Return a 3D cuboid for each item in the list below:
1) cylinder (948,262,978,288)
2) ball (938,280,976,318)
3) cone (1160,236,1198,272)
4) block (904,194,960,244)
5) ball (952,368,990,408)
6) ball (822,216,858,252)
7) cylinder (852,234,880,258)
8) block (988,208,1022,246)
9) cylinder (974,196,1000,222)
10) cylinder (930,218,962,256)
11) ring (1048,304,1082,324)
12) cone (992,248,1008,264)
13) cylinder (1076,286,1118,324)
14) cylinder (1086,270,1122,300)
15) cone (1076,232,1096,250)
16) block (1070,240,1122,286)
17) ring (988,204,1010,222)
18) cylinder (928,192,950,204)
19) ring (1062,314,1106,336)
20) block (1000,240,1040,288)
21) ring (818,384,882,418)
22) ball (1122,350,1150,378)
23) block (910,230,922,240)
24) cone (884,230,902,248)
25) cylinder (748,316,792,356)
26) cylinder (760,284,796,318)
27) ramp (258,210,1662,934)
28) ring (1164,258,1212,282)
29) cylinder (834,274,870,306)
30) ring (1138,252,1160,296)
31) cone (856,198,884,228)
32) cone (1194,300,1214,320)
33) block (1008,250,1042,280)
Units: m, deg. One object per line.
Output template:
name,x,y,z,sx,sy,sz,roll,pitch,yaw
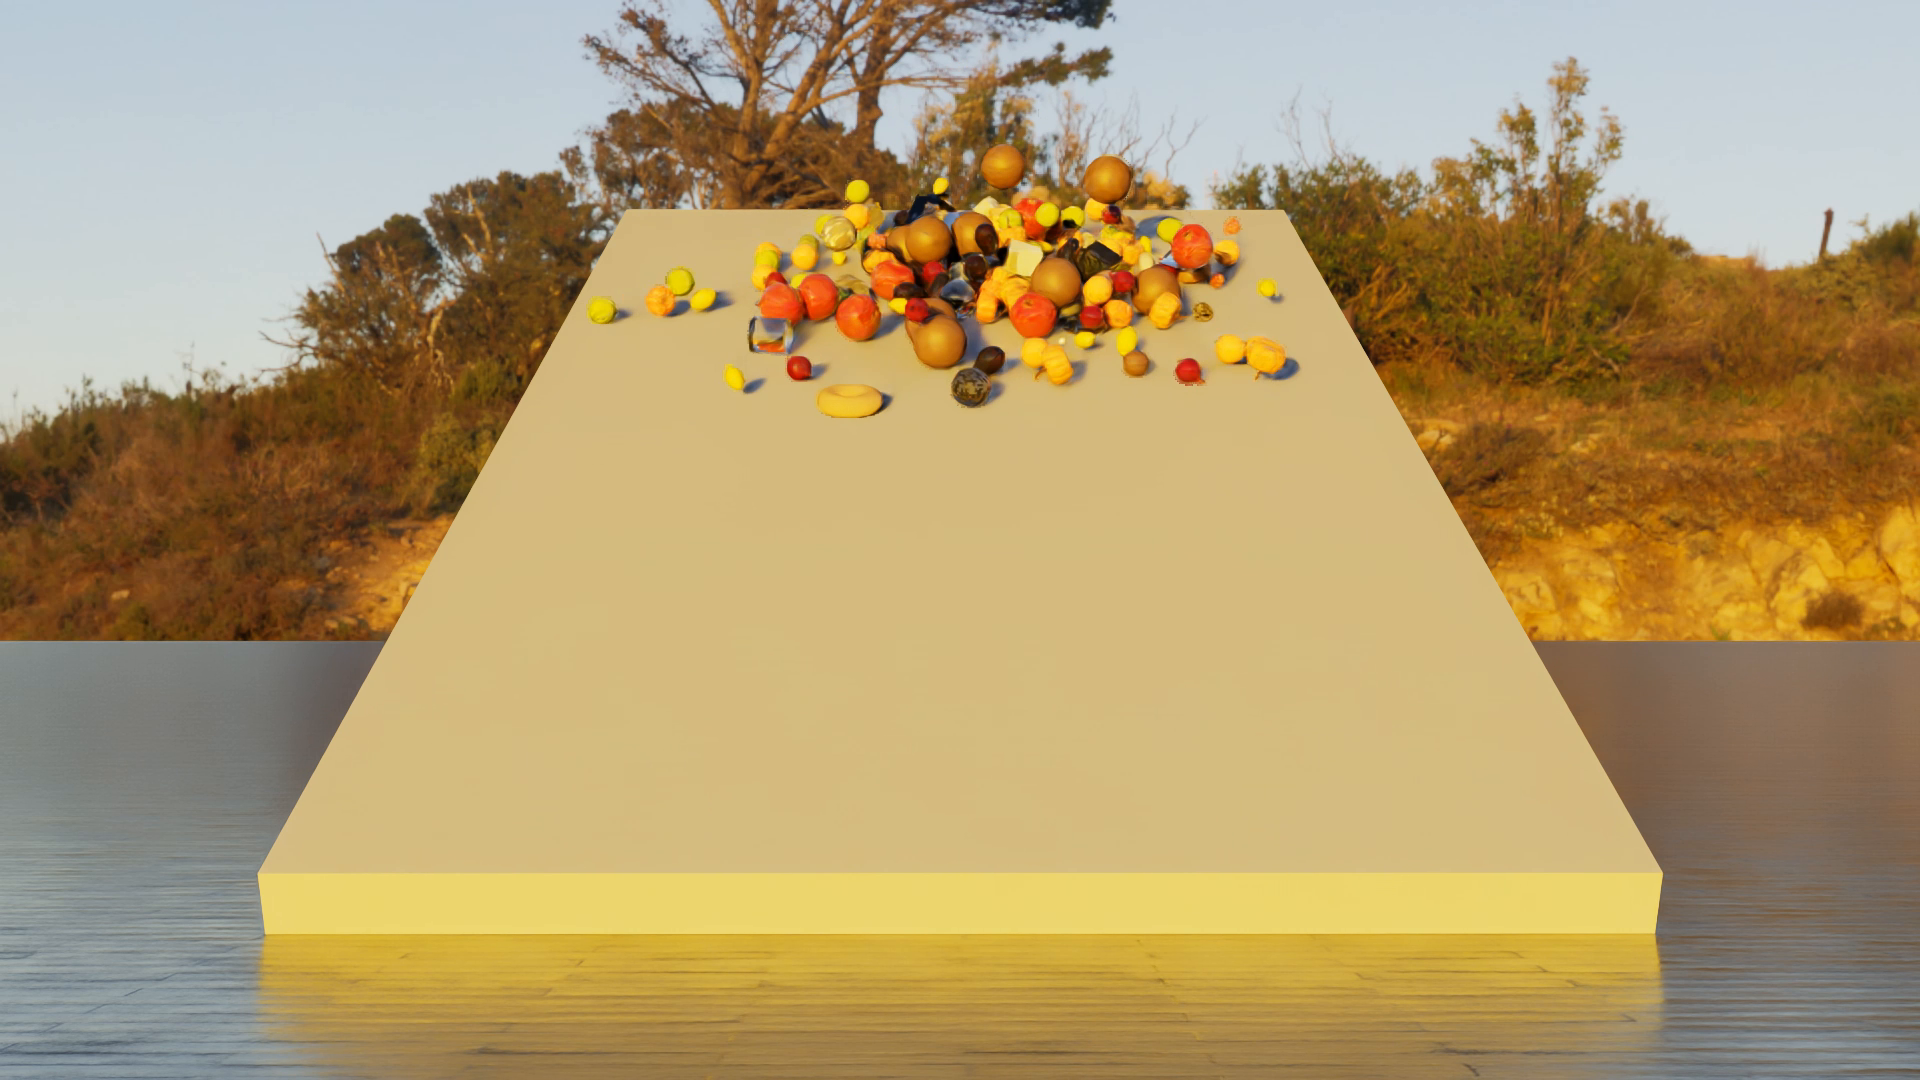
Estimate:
cylinder,0.007,-0.694,6.043,0.070,0.070,0.070,8,6,-1
ball,-0.006,-0.616,5.867,0.098,0.098,0.098,0,-2,0
cone,0.570,-0.752,6.123,0.096,0.096,0.096,-19,8,-30
block,-0.076,-0.884,6.319,0.093,0.093,0.093,16,-9,40
ball,0.025,-0.346,5.200,0.090,0.090,0.090,0,-2,0
ball,-0.314,-0.797,5.968,0.092,0.092,0.092,0,-2,0
cylinder,-0.260,-0.813,6.340,0.052,0.052,0.052,37,21,34
block,0.132,-0.903,6.603,0.087,0.087,0.087,-2,22,-5
cylinder,0.079,-0.972,6.728,0.055,0.055,0.055,-38,-23,28
cylinder,-0.038,-0.858,6.438,0.089,0.089,0.089,-1,-32,-1
ring,0.265,-0.575,5.813,0.094,0.031,0.094,-21,2,1
cone,0.133,-0.752,6.218,0.081,0.081,0.081,-10,4,1
cylinder,0.349,-0.599,5.852,0.079,0.079,0.079,1,19,-25
cylinder,0.376,-0.656,5.993,0.079,0.079,0.079,-1,22,18
cone,0.347,-0.842,6.534,0.057,0.057,0.057,2,-12,-41
block,0.364,-0.728,6.098,0.085,0.085,0.085,34,35,8
ring,0.121,-0.965,6.804,0.088,0.088,0.029,0,-42,-3
cylinder,-0.068,-0.946,6.666,0.096,0.096,0.096,-12,30,7
ring,0.313,-0.541,5.762,0.113,0.038,0.113,-1,20,0
block,0.163,-0.741,6.146,0.083,0.083,0.083,16,38,-5
ring,-0.248,-0.315,5.178,0.149,0.050,0.149,1,21,0
ball,0.415,-0.417,5.416,0.064,0.064,0.064,0,-2,0
block,-0.100,-0.905,6.571,0.065,0.065,0.065,0,-28,-30
cone,-0.199,-0.860,6.580,0.050,0.050,0.050,1,-6,-17
cylinder,-0.461,-0.497,5.578,0.088,0.088,0.088,4,-2,10
cylinder,-0.462,-0.607,5.829,0.070,0.070,0.070,-1,20,18
ramp,-0.006,-0.219,5.139,2.000,0.100,4.000,0,22,0
ring,0.622,-0.735,6.239,0.128,0.043,0.128,0,28,0
cylinder,-0.285,-0.653,5.998,0.070,0.070,0.070,2,17,-35
ring,0.501,-0.707,6.076,0.039,0.117,0.117,-10,-4,10
cone,-0.256,-0.951,6.556,0.083,0.083,0.083,1,-38,1
cone,0.614,-0.577,5.873,0.053,0.053,0.053,1,-19,-20
block,0.172,-0.724,6.028,0.066,0.066,0.066,7,0,-17
